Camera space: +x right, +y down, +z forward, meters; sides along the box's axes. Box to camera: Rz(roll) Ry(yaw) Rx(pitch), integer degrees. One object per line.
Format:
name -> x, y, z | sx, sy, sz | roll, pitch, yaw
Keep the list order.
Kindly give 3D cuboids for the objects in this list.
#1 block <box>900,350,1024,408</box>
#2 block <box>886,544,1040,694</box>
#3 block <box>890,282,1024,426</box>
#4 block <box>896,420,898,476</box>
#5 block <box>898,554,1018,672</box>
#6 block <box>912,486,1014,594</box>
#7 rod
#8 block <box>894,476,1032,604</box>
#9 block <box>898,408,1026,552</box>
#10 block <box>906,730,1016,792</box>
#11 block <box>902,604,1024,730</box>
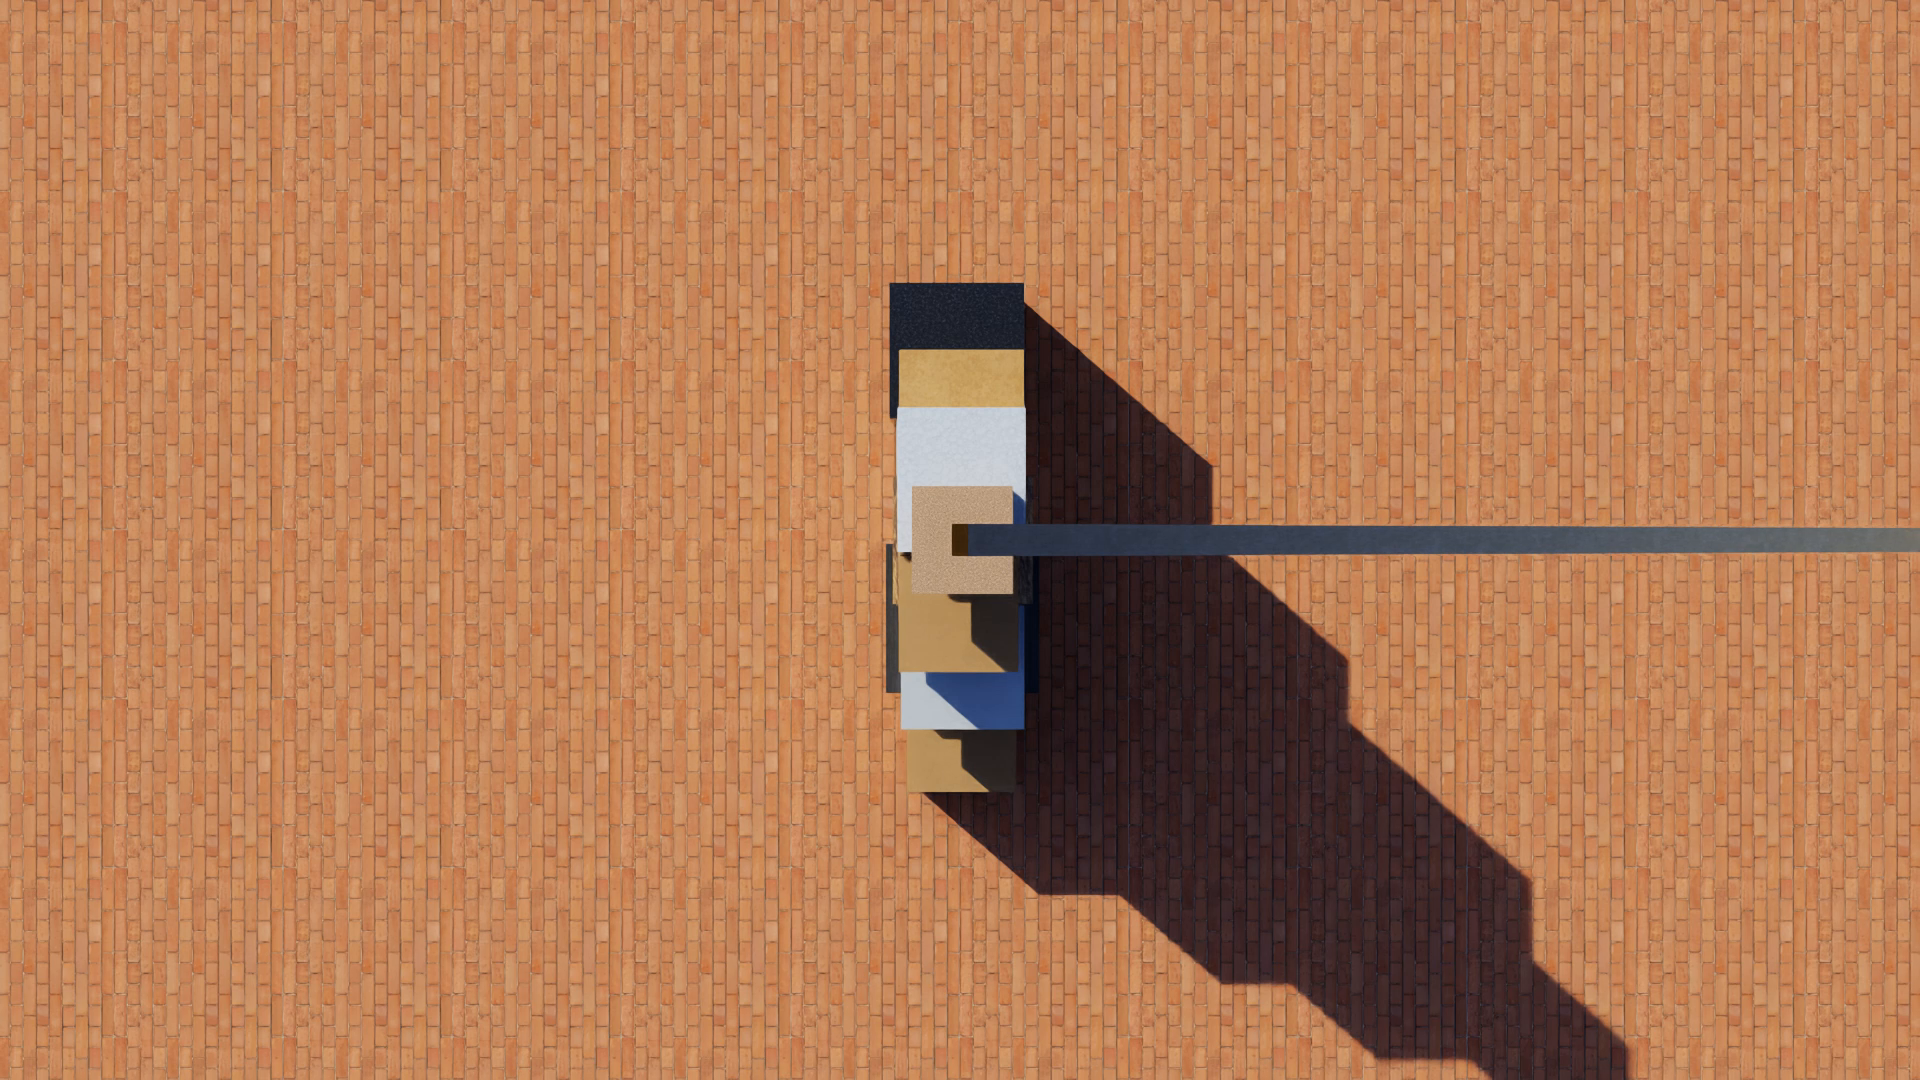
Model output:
block -> 0.009, -0.676, 11.902 | 0.659, 0.580, 0.658 | 0, 90, 0
block -> 0.014, 0.436, 12.613 | 0.851, 0.774, 0.830 | 0, 90, 0
block -> -0.018, -1.051, 12.596 | 0.748, 0.808, 0.753 | 0, 90, 0
block -> -0.004, -0.326, 12.596 | 0.695, 0.807, 0.676 | 0, 90, 0
block -> -0.006, 0.367, 11.312 | 0.602, 0.562, 0.585 | 0, 91, 0
block -> 0.011, 0.000, 10.597 | 0.478, 0.464, 0.508 | 0, 90, 0
rod -> 2.234, 0.000, 6.750 | 5.200, 0.080, 0.080 | 0, 90, -31
block -> 0.016, 0.000, 11.893 | 0.737, 0.600, 0.675 | 0, 90, 0
block -> 0.008, -0.297, 11.211 | 0.631, 0.763, 0.713 | 0, 90, 0
block -> 0.009, 1.144, 12.727 | 0.620, 0.547, 0.566 | 0, 90, 0
block -> 0.015, 0.676, 11.954 | 0.655, 0.544, 0.658 | 0, 90, 0
